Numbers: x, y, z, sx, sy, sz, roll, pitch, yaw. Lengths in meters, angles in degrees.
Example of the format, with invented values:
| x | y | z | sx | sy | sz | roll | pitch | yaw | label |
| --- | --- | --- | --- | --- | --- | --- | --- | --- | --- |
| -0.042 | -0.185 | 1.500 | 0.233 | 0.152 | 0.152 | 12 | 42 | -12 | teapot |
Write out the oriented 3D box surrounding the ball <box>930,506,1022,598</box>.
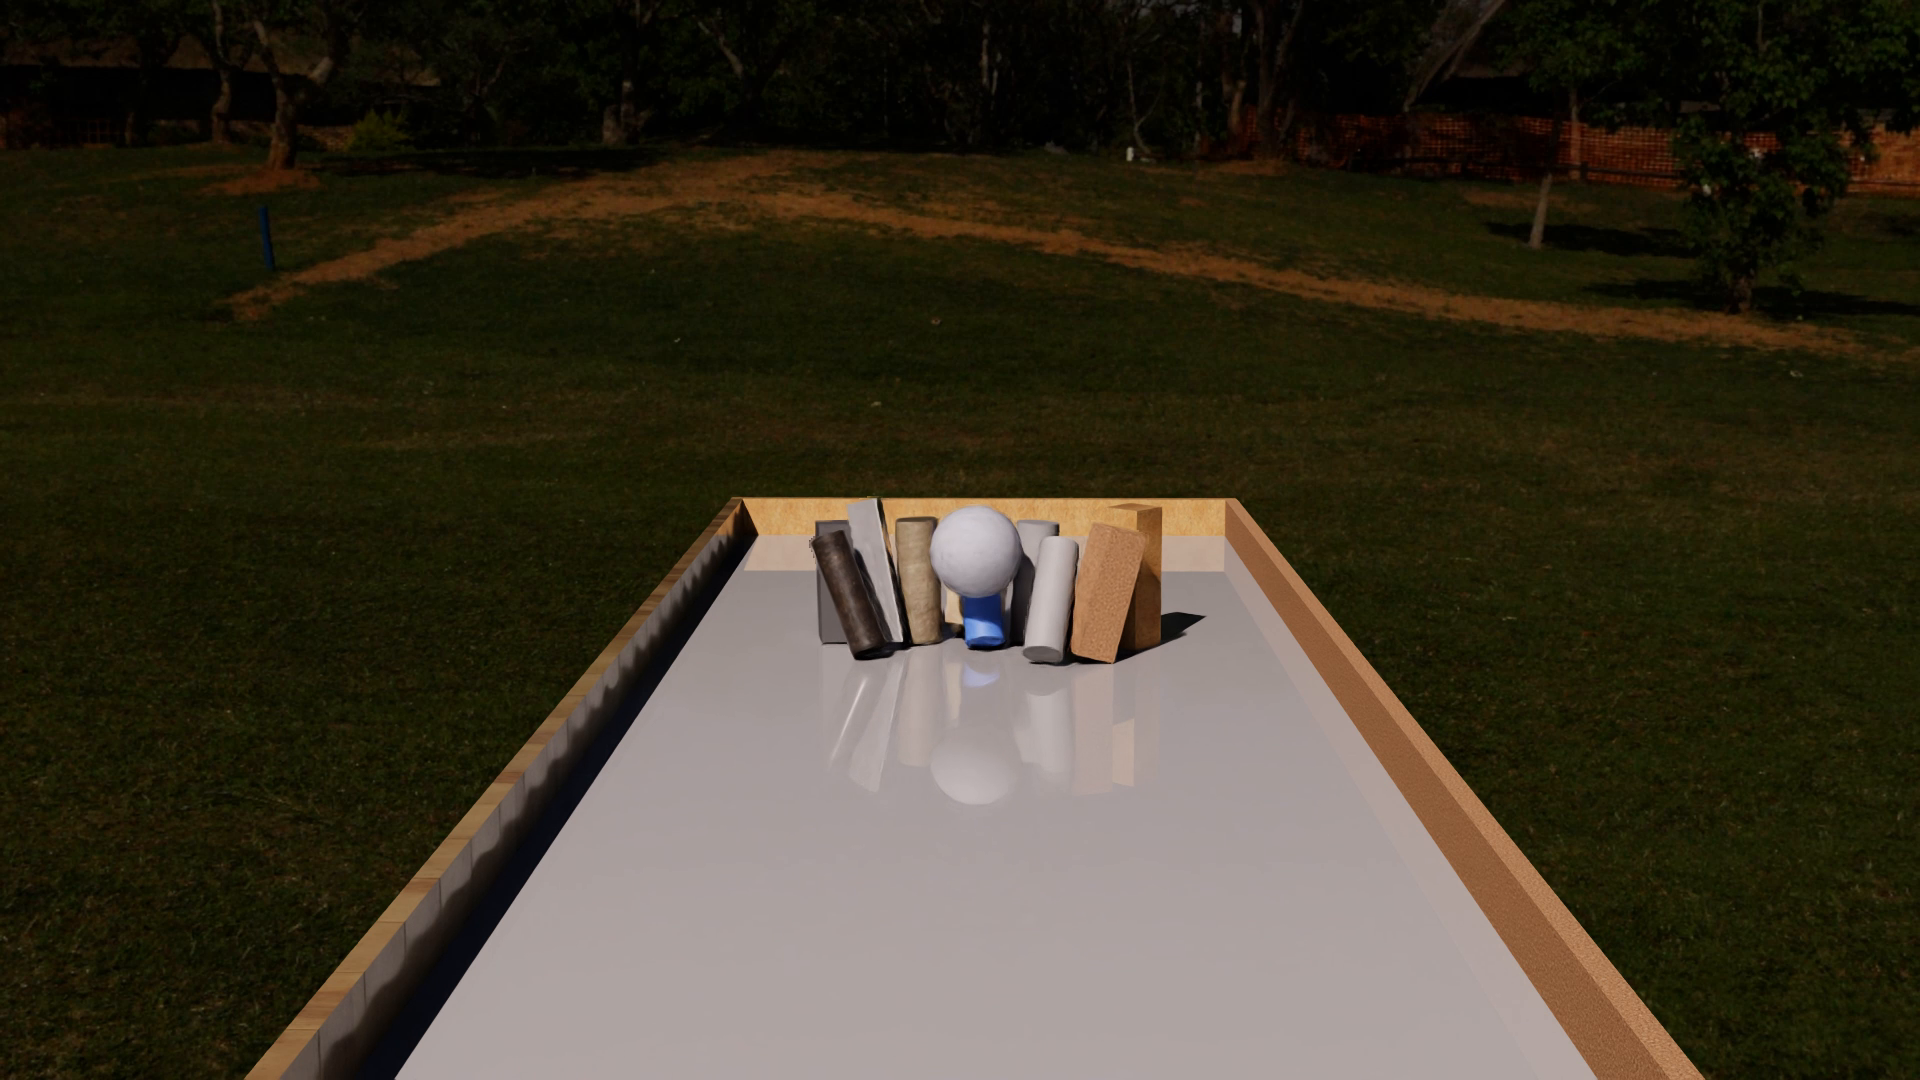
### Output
| x | y | z | sx | sy | sz | roll | pitch | yaw | label |
| --- | --- | --- | --- | --- | --- | --- | --- | --- | --- |
| 0.049 | 0.036 | 6.706 | 0.283 | 0.283 | 0.283 | 0 | 9 | 0 | ball |

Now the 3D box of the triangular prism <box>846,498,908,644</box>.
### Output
| x | y | z | sx | sy | sz | roll | pitch | yaw | label |
| --- | --- | --- | --- | --- | --- | --- | --- | --- | --- |
| -0.238 | 0.097 | 6.887 | 0.119 | 0.452 | 0.103 | -12 | -2 | 37 | triangular prism |

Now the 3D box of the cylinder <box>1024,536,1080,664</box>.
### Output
| x | y | z | sx | sy | sz | roll | pitch | yaw | label |
| --- | --- | --- | --- | --- | --- | --- | --- | --- | --- |
| 0.279 | 0.182 | 6.676 | 0.125 | 0.375 | 0.125 | 8 | -28 | 4 | cylinder |

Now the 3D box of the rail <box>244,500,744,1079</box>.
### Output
| x | y | z | sx | sy | sz | roll | pitch | yaw | label |
| --- | --- | --- | --- | --- | --- | --- | --- | --- | --- |
| -1.004 | 0.839 | 3.234 | 0.050 | 0.150 | 12.000 | 0 | 9 | 1 | rail |

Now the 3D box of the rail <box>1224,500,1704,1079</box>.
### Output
| x | y | z | sx | sy | sz | roll | pitch | yaw | label |
| --- | --- | --- | --- | --- | --- | --- | --- | --- | --- |
| 1.046 | 0.843 | 3.208 | 0.050 | 0.150 | 12.000 | 0 | 9 | 1 | rail |

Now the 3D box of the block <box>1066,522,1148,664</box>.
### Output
| x | y | z | sx | sy | sz | roll | pitch | yaw | label |
| --- | --- | --- | --- | --- | --- | --- | --- | --- | --- |
| 0.434 | 0.159 | 6.671 | 0.127 | 0.398 | 0.127 | 14 | 2 | -25 | block |

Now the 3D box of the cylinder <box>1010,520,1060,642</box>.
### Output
| x | y | z | sx | sy | sz | roll | pitch | yaw | label |
| --- | --- | --- | --- | --- | --- | --- | --- | --- | --- |
| 0.236 | 0.130 | 6.959 | 0.136 | 0.375 | 0.136 | 3 | 6 | 0 | cylinder |

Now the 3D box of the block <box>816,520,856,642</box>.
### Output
| x | y | z | sx | sy | sz | roll | pitch | yaw | label |
| --- | --- | --- | --- | --- | --- | --- | --- | --- | --- |
| -0.387 | 0.131 | 6.965 | 0.120 | 0.373 | 0.120 | -2 | 5 | -9 | block |

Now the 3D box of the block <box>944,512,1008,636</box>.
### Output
| x | y | z | sx | sy | sz | roll | pitch | yaw | label |
| --- | --- | --- | --- | --- | --- | --- | --- | --- | --- |
| 0.063 | 0.107 | 7.044 | 0.150 | 0.374 | 0.150 | 2 | -16 | 16 | block |

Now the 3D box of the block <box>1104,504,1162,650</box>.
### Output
| x | y | z | sx | sy | sz | roll | pitch | yaw | label |
| --- | --- | --- | --- | --- | --- | --- | --- | --- | --- |
| 0.541 | 0.113 | 6.898 | 0.128 | 0.438 | 0.128 | 8 | 12 | 42 | block |

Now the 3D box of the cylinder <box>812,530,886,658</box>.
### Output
| x | y | z | sx | sy | sz | roll | pitch | yaw | label |
| --- | --- | --- | --- | --- | --- | --- | --- | --- | --- |
| -0.341 | 0.165 | 6.745 | 0.110 | 0.376 | 0.110 | -20 | -11 | -4 | cylinder |

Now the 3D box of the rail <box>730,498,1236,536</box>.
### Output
| x | y | z | sx | sy | sz | roll | pitch | yaw | label |
| --- | --- | --- | --- | --- | --- | --- | --- | --- | --- |
| 0.099 | -0.098 | 9.147 | 2.100 | 0.150 | 0.050 | 0 | 9 | 1 | rail |

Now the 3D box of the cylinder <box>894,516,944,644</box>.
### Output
| x | y | z | sx | sy | sz | roll | pitch | yaw | label |
| --- | --- | --- | --- | --- | --- | --- | --- | --- | --- |
| -0.129 | 0.127 | 6.953 | 0.136 | 0.388 | 0.136 | -2 | 8 | 0 | cylinder |

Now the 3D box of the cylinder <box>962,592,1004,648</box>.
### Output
| x | y | z | sx | sy | sz | roll | pitch | yaw | label |
| --- | --- | --- | --- | --- | --- | --- | --- | --- | --- |
| 0.060 | 0.131 | 6.886 | 0.121 | 0.398 | 0.121 | -5 | -20 | -2 | cylinder |
